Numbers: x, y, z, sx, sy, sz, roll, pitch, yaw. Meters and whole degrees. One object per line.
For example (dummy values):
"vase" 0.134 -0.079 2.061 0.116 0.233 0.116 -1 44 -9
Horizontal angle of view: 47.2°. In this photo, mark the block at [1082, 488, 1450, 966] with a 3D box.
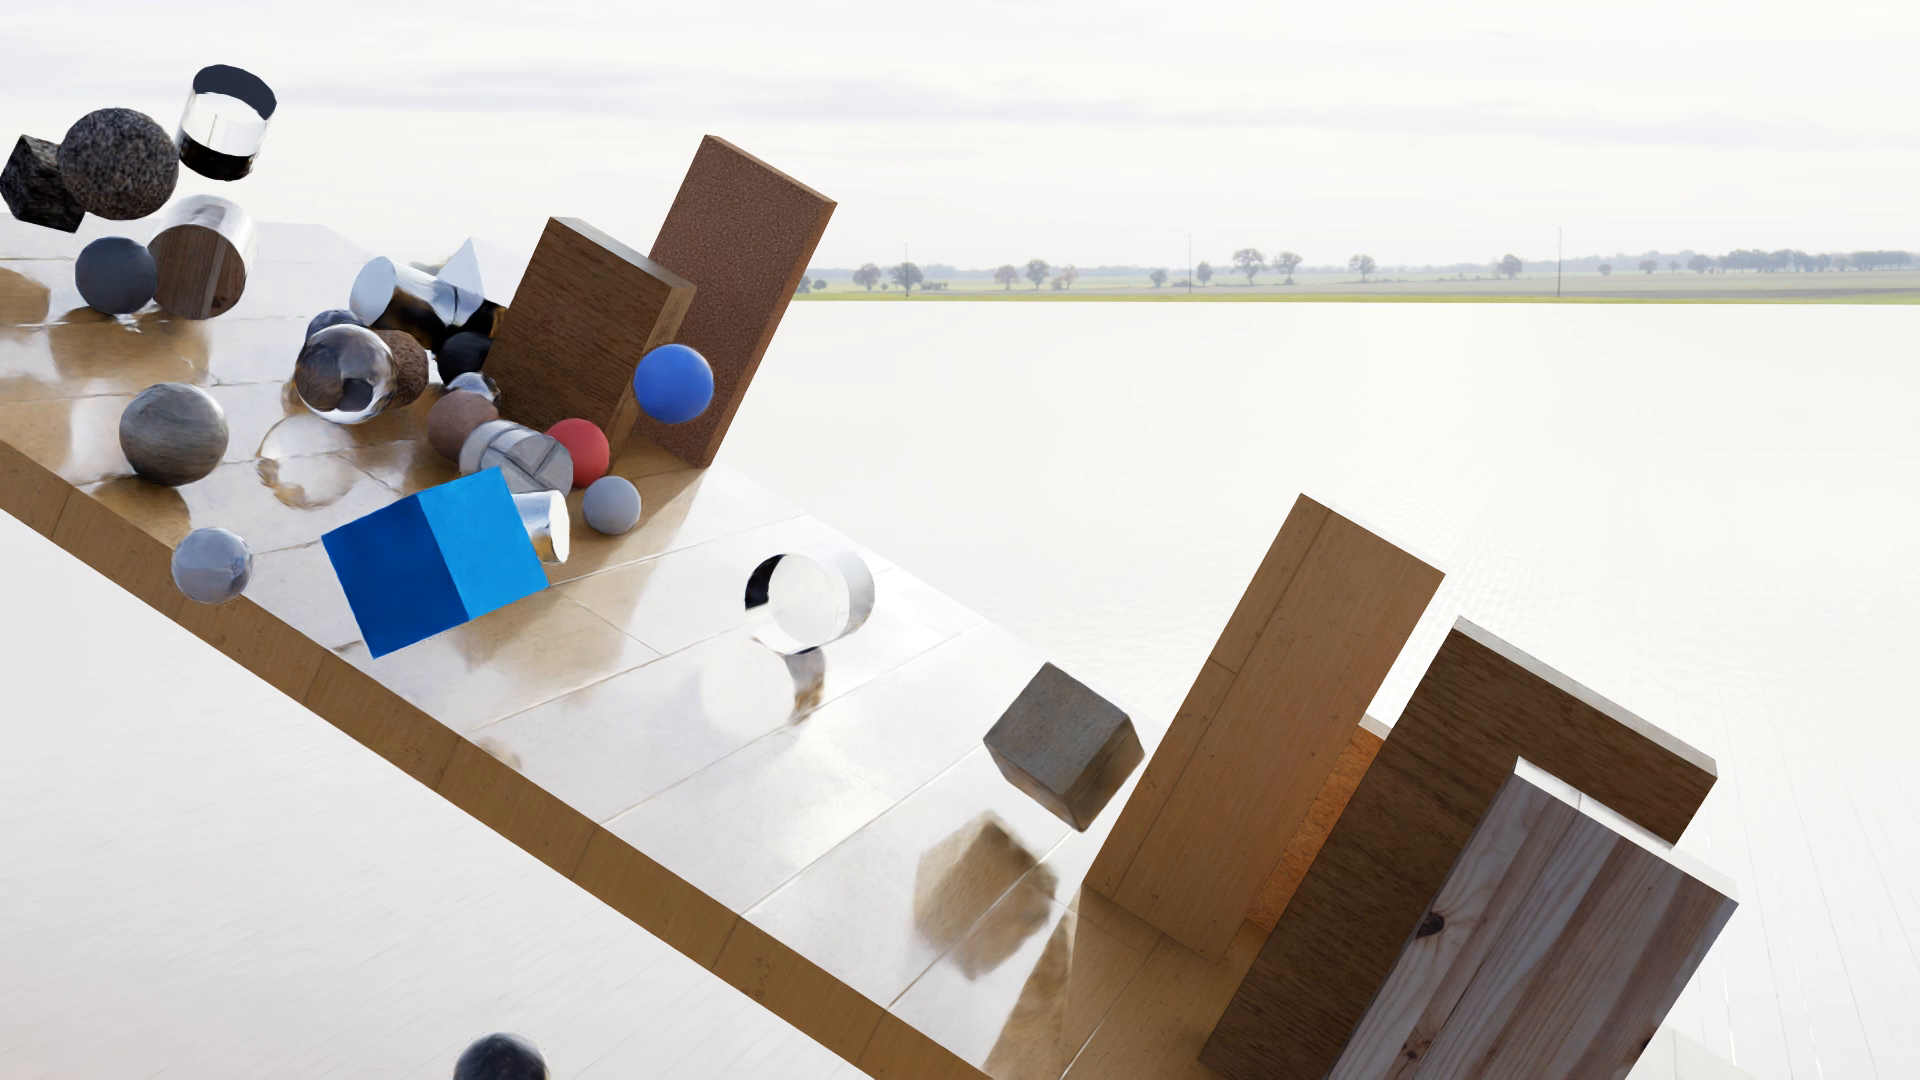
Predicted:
"block" 0.522 0.325 3.800 0.276 0.796 0.082 30 14 12

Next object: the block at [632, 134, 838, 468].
"block" -0.582 -0.547 5.076 0.330 0.689 0.082 30 14 12

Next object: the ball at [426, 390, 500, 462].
"ball" -0.966 -0.221 4.278 0.142 0.142 0.142 0 7 0

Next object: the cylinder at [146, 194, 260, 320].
"cylinder" -1.516 -0.567 4.396 0.197 0.197 0.197 -1 26 -9

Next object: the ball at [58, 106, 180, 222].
"ball" -1.559 -0.697 4.080 0.209 0.209 0.209 0 7 0

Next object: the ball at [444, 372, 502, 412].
"ball" -1.003 -0.288 4.528 0.117 0.117 0.117 0 7 0

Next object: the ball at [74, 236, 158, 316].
"ball" -1.591 -0.499 4.149 0.149 0.149 0.149 0 7 0

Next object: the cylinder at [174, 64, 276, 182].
"cylinder" -1.485 -0.841 4.441 0.164 0.164 0.164 -5 -33 -39

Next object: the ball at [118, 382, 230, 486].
"ball" -1.267 -0.171 3.546 0.168 0.168 0.168 0 7 0

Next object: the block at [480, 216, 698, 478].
"block" -0.800 -0.401 4.624 0.310 0.460 0.129 30 14 12

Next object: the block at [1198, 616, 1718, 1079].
"block" 0.748 0.569 3.355 0.429 0.794 0.130 30 14 12

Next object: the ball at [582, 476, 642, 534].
"ball" -0.690 -0.069 4.357 0.117 0.117 0.117 0 7 0

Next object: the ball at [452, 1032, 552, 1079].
"ball" -0.580 0.685 2.783 0.123 0.123 0.123 0 7 0

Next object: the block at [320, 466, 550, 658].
"block" -0.771 0.031 3.238 0.195 0.195 0.195 -20 4 28

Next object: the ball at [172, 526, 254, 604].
"ball" -1.103 0.038 3.243 0.115 0.115 0.115 0 7 0

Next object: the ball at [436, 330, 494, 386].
"ball" -1.054 -0.379 4.735 0.142 0.142 0.142 0 7 0

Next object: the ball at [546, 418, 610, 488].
"ball" -0.789 -0.177 4.502 0.144 0.144 0.144 0 7 0

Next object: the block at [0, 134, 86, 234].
"block" -1.767 -0.690 4.263 0.121 0.121 0.121 11 31 -51

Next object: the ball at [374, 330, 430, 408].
"ball" -1.143 -0.342 4.403 0.159 0.159 0.159 0 7 0

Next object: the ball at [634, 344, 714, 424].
"ball" -0.509 -0.278 3.913 0.141 0.141 0.141 0 7 0

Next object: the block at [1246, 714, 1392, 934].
"block" 0.721 0.558 4.098 0.340 0.429 0.117 30 14 12

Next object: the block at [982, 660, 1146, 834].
"block" 0.190 0.376 3.975 0.189 0.189 0.189 33 -15 28

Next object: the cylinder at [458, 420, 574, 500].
"cylinder" -0.824 -0.134 4.083 0.156 0.156 0.156 -6 17 -39

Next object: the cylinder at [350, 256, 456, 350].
"cylinder" -1.209 -0.513 4.770 0.160 0.160 0.160 6 -10 42

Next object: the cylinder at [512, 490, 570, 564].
"cylinder" -0.767 -0.019 3.870 0.129 0.129 0.129 -5 6 4

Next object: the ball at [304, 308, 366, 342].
"ball" -1.261 -0.404 4.453 0.126 0.126 0.126 0 7 0

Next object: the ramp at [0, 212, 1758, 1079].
"ramp" -0.218 0.363 4.146 4.000 0.100 2.000 30 14 12

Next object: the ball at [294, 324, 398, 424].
"ball" -1.169 -0.315 4.190 0.191 0.191 0.191 0 7 0

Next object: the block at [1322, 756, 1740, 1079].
"block" 0.715 0.693 2.989 0.323 0.729 0.109 30 14 12

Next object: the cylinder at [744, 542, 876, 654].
"cylinder" -0.291 0.112 4.286 0.196 0.196 0.196 2 7 18

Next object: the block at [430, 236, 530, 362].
"block" -1.042 -0.503 4.878 0.205 0.205 0.205 22 -54 -42
